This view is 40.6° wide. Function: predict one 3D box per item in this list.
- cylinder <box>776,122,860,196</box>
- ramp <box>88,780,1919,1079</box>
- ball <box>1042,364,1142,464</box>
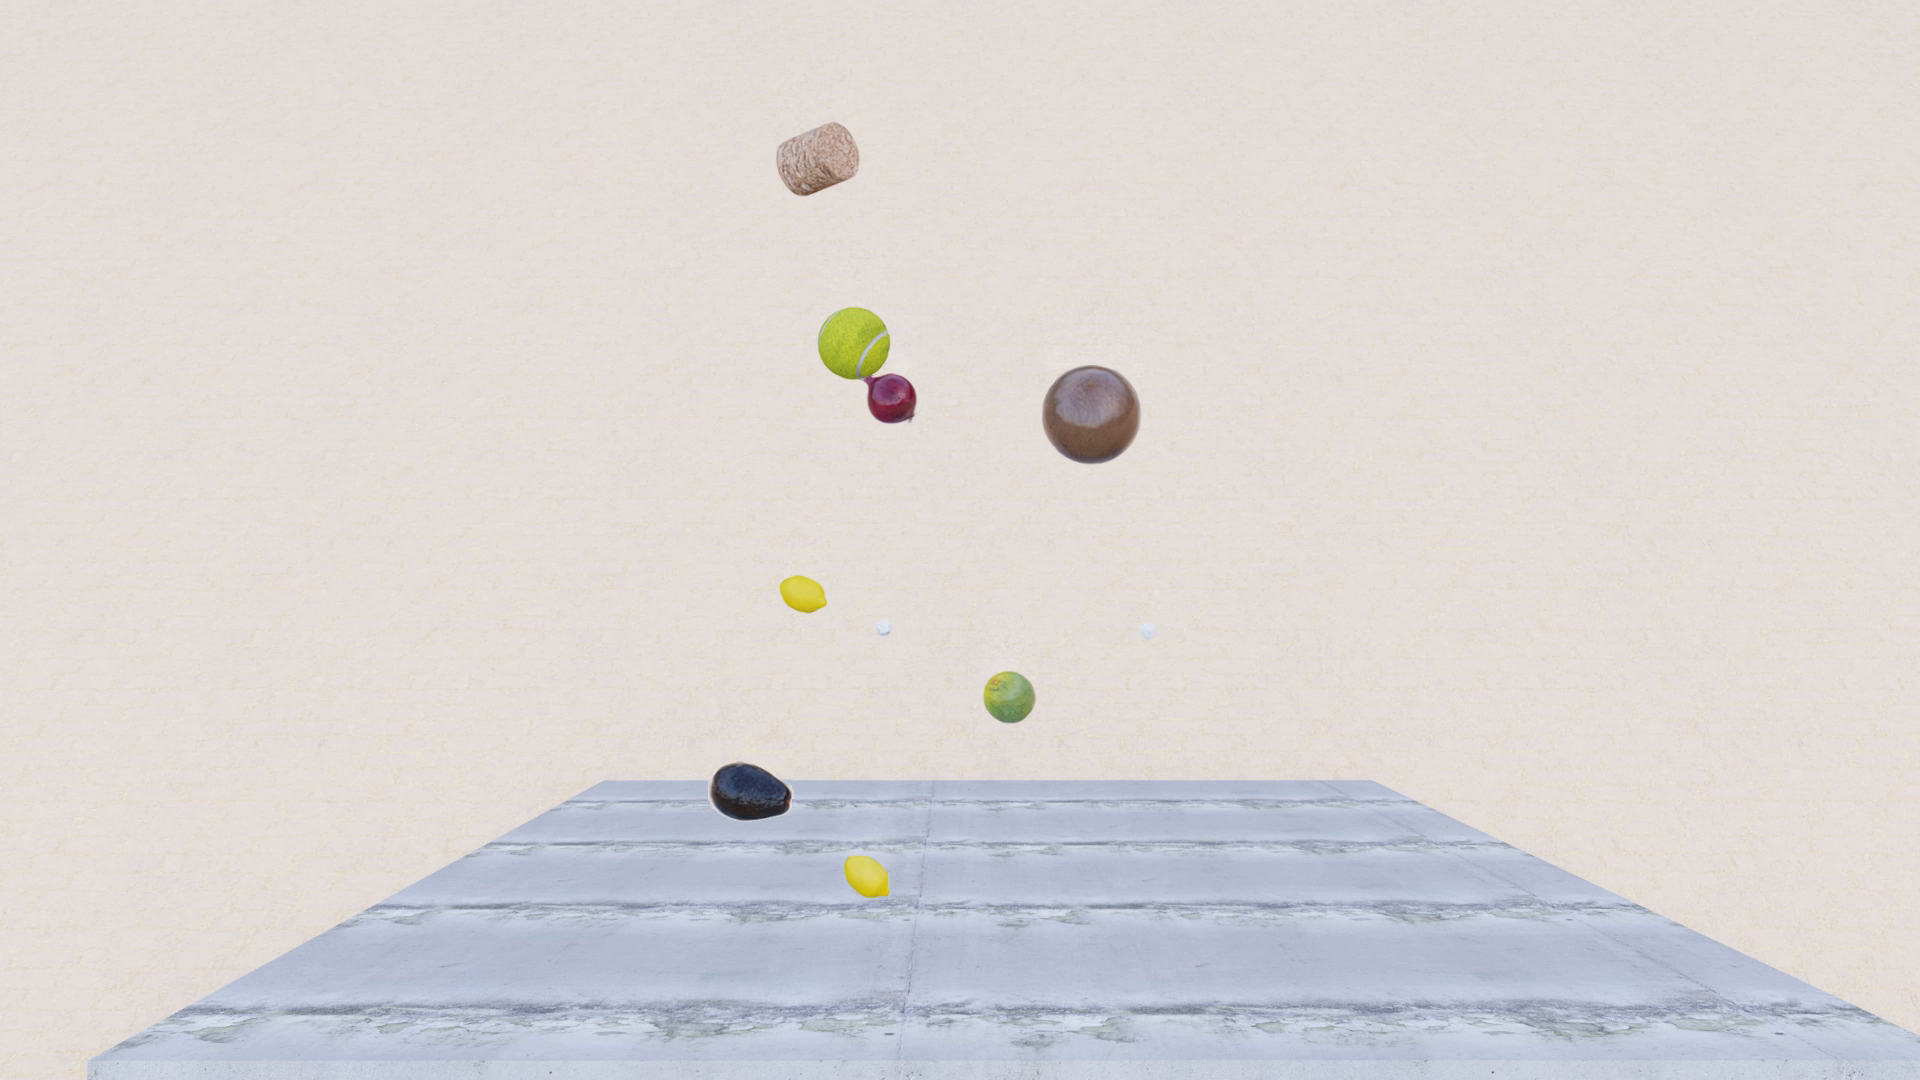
[{"bbox_3d":[-0.141,-0.378,2.579,0.059,0.059,0.059,-15,20,37],"label":"cylinder"},{"bbox_3d":[0.073,0.639,4.751,2.000,0.100,4.000,0,-1,0],"label":"ramp"},{"bbox_3d":[0.126,-0.120,2.481,0.096,0.096,0.096,0,33,0],"label":"ball"}]
